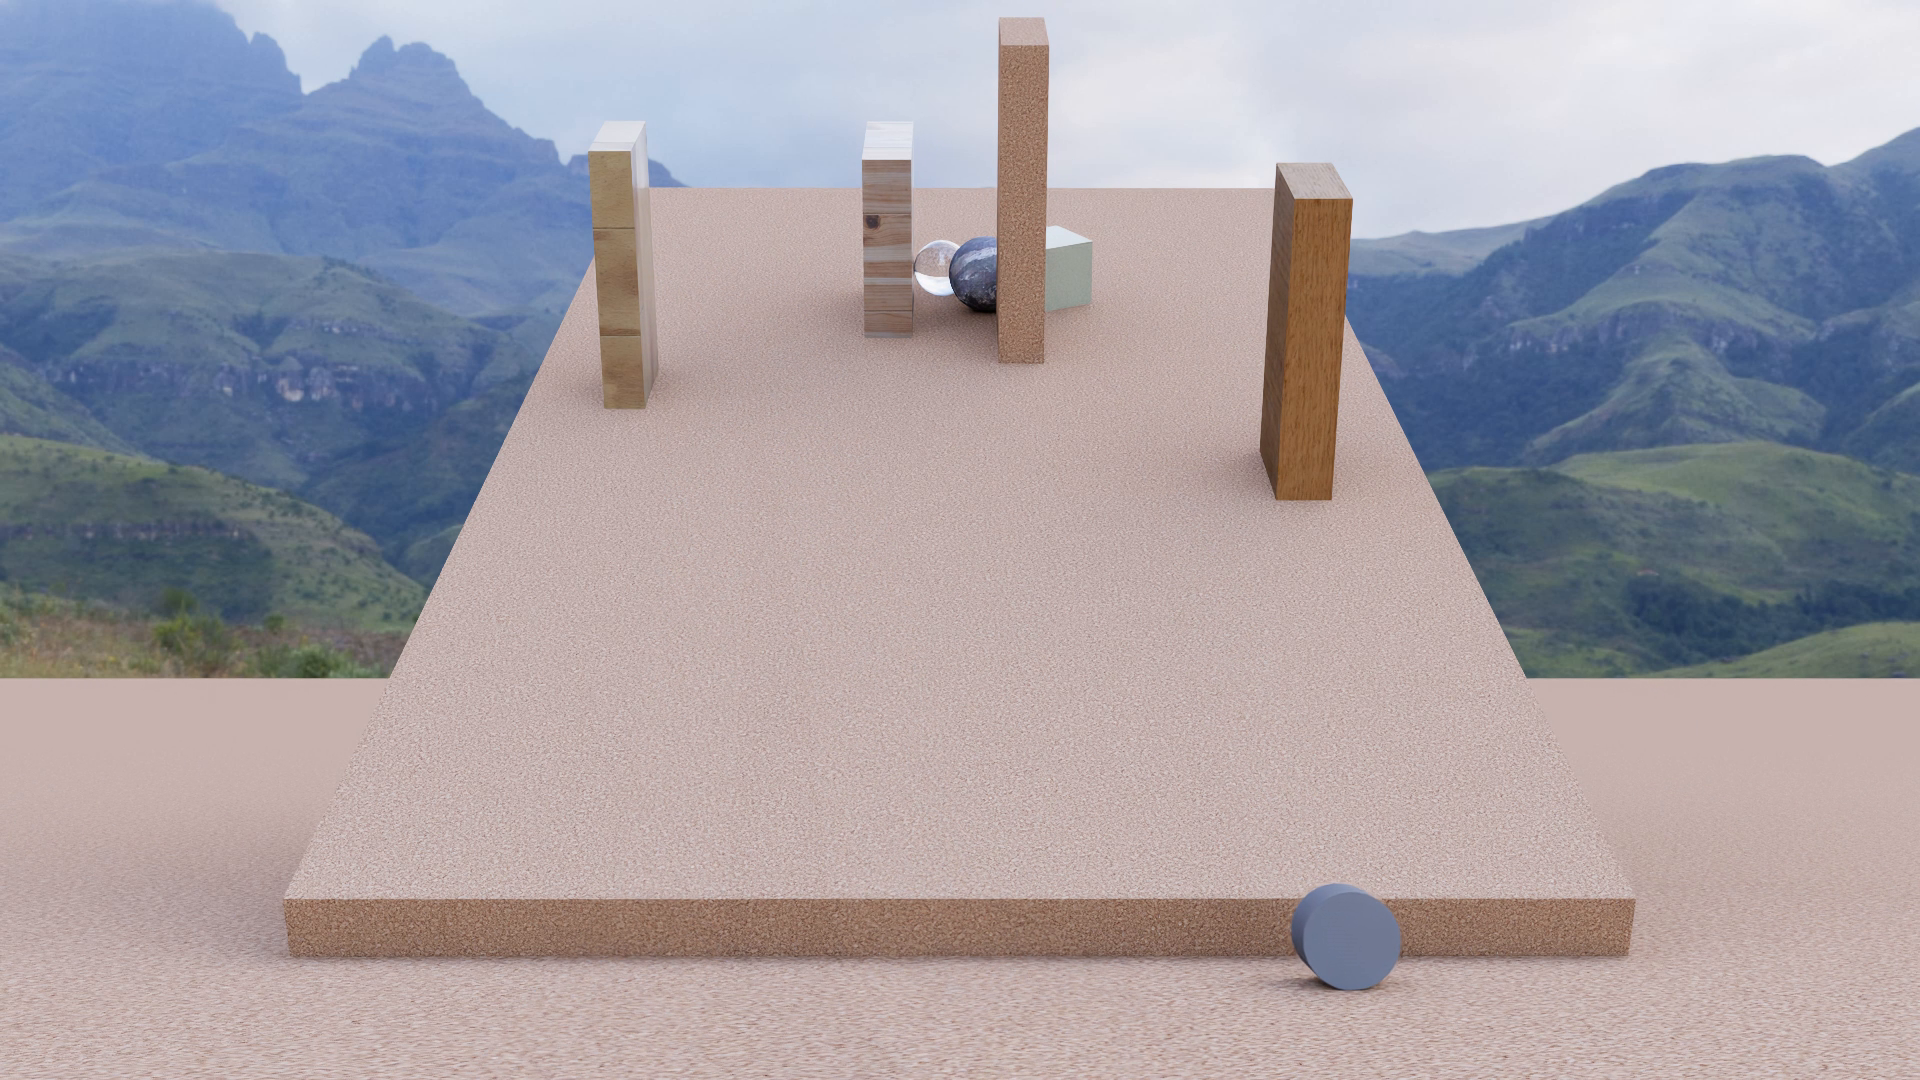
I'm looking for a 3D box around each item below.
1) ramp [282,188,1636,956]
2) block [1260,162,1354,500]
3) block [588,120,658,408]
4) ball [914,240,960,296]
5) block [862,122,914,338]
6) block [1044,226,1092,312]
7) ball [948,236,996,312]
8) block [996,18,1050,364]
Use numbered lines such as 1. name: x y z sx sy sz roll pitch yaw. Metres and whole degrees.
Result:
1. ramp: -0.008 -0.227 5.282 2.000 0.100 4.000 0 24 0
2. block: 0.716 -0.434 4.830 0.115 0.644 0.282 0 24 0
3. block: -0.768 -0.631 5.325 0.093 0.601 0.277 0 24 0
4. ball: -0.047 -0.712 6.080 0.147 0.147 0.147 0 -3 0
5. block: -0.179 -0.789 5.872 0.119 0.453 0.388 0 24 0
6. block: 0.227 -0.705 6.039 0.168 0.168 0.168 -13 27 -28
7. ball: 0.067 -0.683 5.959 0.191 0.191 0.191 0 -3 0
8. block: 0.148 -0.844 5.608 0.109 0.768 0.328 0 24 0
